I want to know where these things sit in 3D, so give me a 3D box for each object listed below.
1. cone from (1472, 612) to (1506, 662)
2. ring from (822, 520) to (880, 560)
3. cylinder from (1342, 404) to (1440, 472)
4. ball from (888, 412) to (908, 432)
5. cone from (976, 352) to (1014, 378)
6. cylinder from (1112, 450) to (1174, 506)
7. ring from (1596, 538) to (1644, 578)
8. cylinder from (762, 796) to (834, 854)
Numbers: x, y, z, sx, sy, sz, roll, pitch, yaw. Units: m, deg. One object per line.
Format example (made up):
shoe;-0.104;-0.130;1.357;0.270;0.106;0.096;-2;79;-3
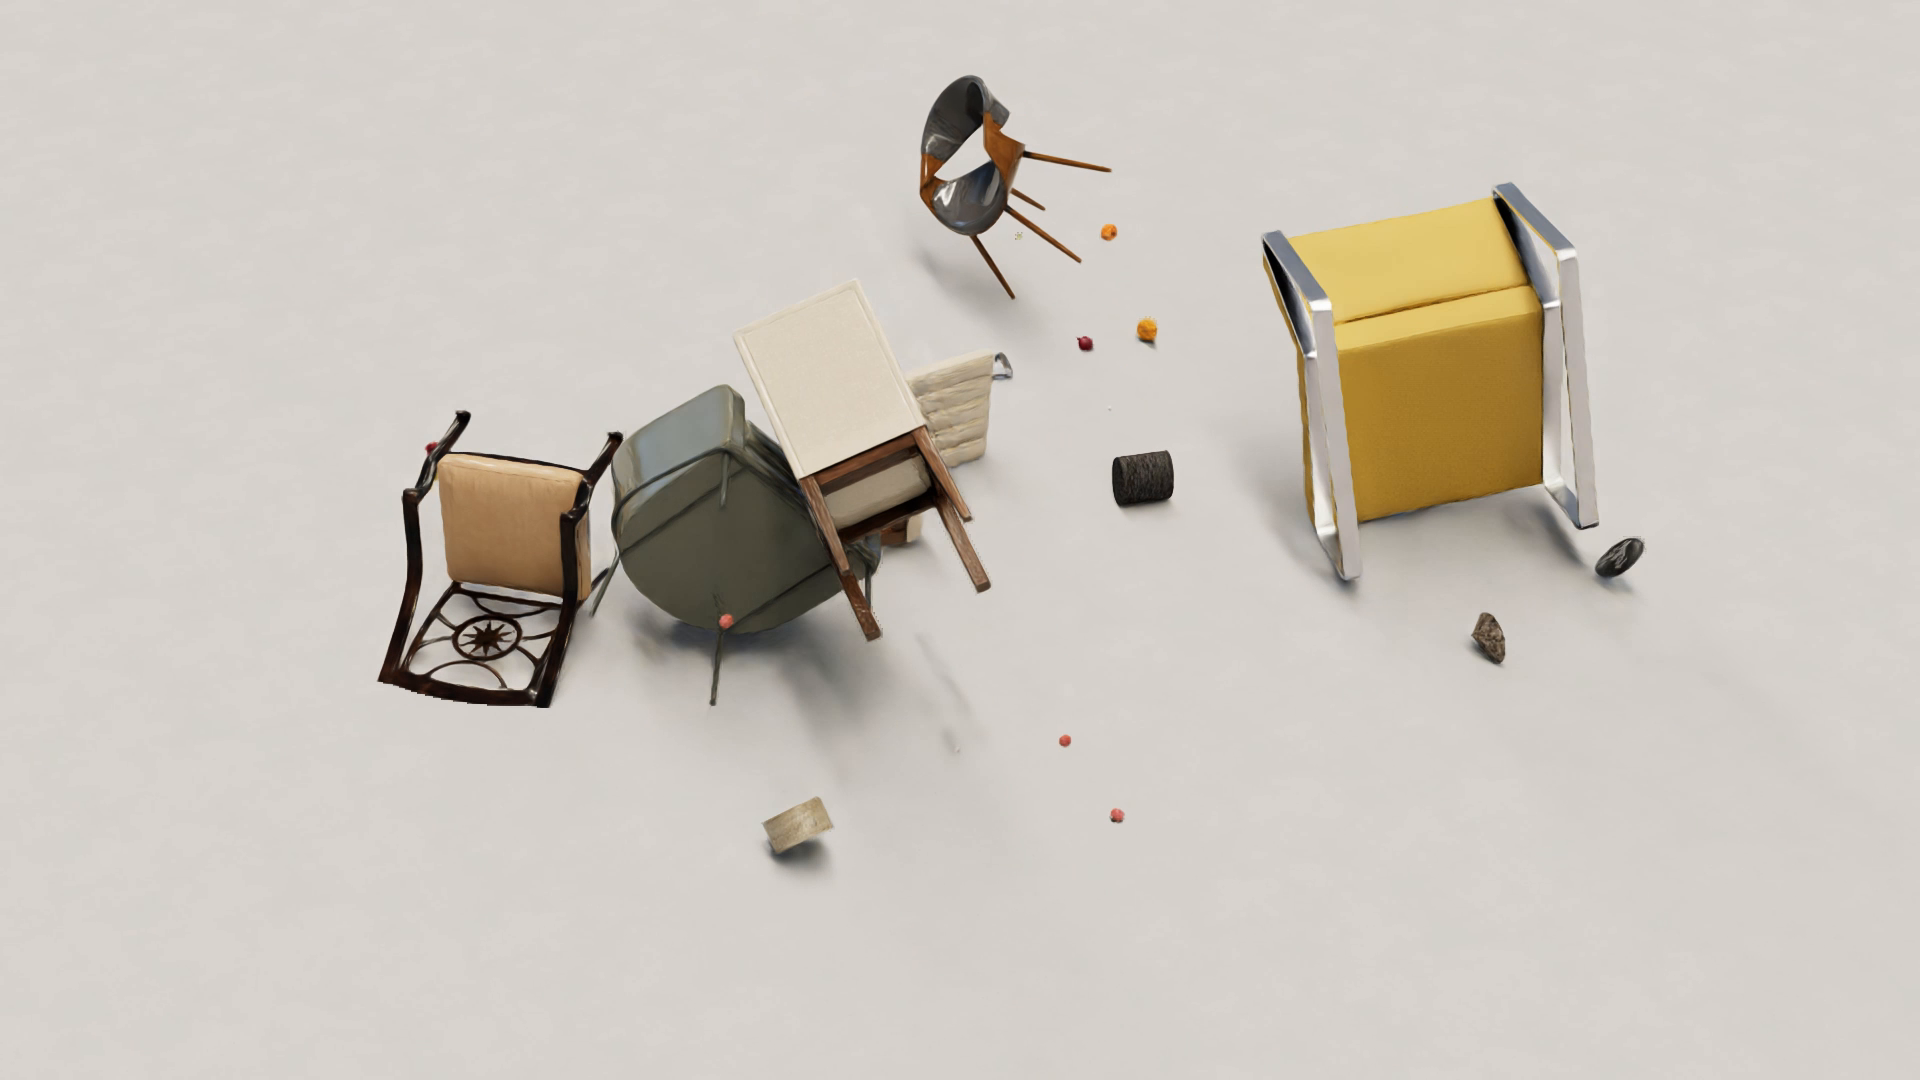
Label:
cone;1.833;0.337;10.300;0.086;0.117;0.223;6;42;-25
ring;-0.404;-0.002;10.894;0.222;0.060;0.230;4;34;3
cylinder;1.678;-0.401;11.417;0.251;0.143;0.307;-7;32;-34
ball;-0.244;-0.467;11.586;0.074;0.074;0.074;0;33;0
cone;0.124;-0.696;11.945;0.146;0.134;0.073;-15;38;23
cylinder;0.694;-0.236;11.121;0.198;0.201;0.155;-8;42;-12
ring;2.395;0.065;10.638;0.062;0.270;0.144;36;63;-8
cylinder;-0.518;0.909;9.359;0.201;0.109;0.210;-23;-5;-37
